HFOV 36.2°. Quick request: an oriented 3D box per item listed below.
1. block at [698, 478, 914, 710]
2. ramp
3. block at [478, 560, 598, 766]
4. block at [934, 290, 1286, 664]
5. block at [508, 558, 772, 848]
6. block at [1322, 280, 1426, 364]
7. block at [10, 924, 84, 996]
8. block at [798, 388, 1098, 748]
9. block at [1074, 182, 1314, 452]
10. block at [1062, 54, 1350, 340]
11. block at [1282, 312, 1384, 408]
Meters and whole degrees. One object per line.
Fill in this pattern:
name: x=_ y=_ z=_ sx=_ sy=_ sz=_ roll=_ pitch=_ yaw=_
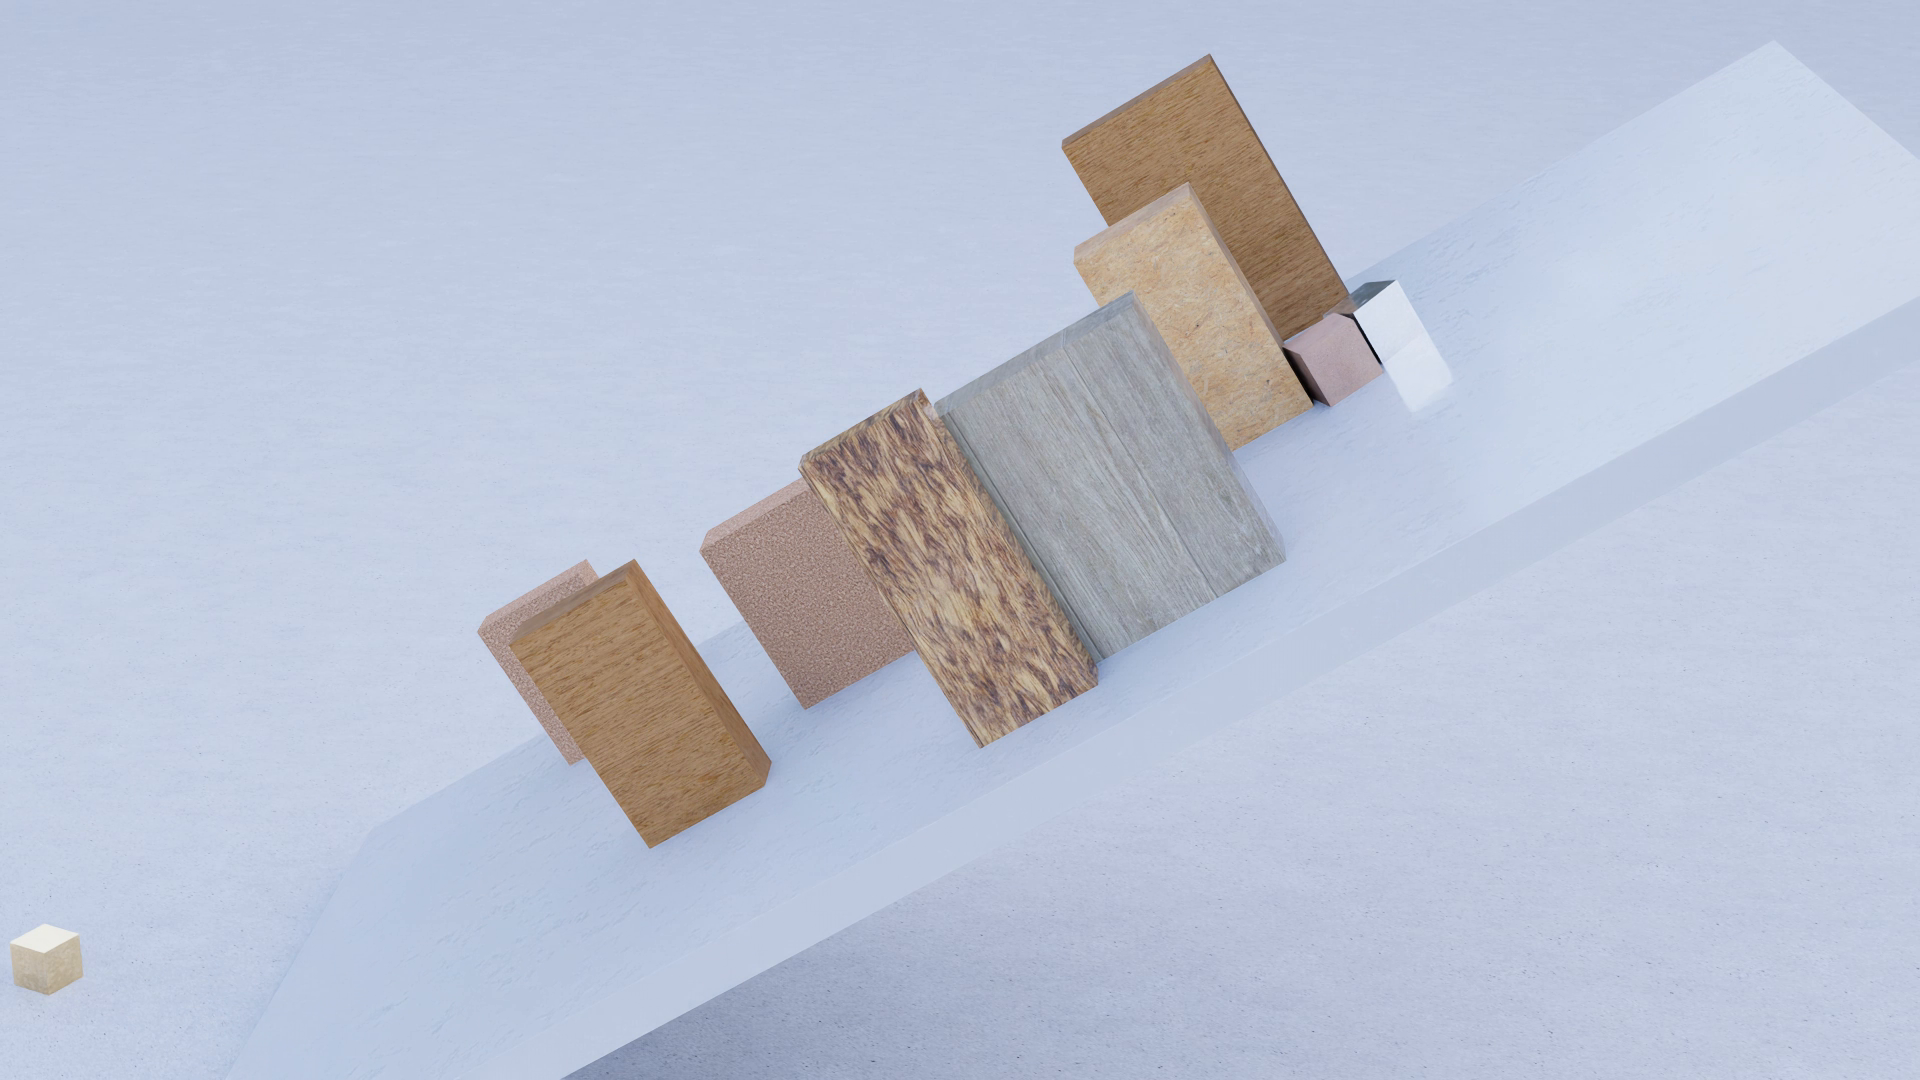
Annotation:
block: x=-0.300 y=0.094 z=6.395 sx=0.344 sy=0.426 sz=0.134 roll=-29 pitch=15 yaw=13
ramp: x=0.141 y=0.169 z=6.288 sx=4.000 sy=0.100 sz=2.000 roll=-29 pitch=15 yaw=13
block: x=-0.918 y=0.295 z=7.070 sx=0.294 sy=0.401 sz=0.106 roll=-29 pitch=15 yaw=13
block: x=0.283 y=-0.112 z=5.571 sx=0.438 sy=0.572 sz=0.132 roll=-29 pitch=15 yaw=13
block: x=-0.663 y=0.343 z=6.134 sx=0.288 sy=0.530 sz=0.127 roll=-29 pitch=15 yaw=13
block: x=0.893 y=-0.469 z=6.344 sx=0.129 sy=0.129 sz=0.129 roll=-37 pitch=15 yaw=-18
block: x=-2.181 y=1.002 z=7.024 sx=0.113 sy=0.113 sz=0.113 roll=10 pitch=22 yaw=27
block: x=-0.017 y=0.057 z=5.498 sx=0.260 sy=0.646 sz=0.082 roll=-29 pitch=15 yaw=13
block: x=0.502 y=-0.459 z=6.320 sx=0.283 sy=0.532 sz=0.147 roll=-29 pitch=15 yaw=13
block: x=0.574 y=-0.740 z=6.829 sx=0.394 sy=0.658 sz=0.093 roll=-29 pitch=15 yaw=13
block: x=0.794 y=-0.384 z=6.266 sx=0.134 sy=0.134 sz=0.134 roll=-33 pitch=15 yaw=-3
